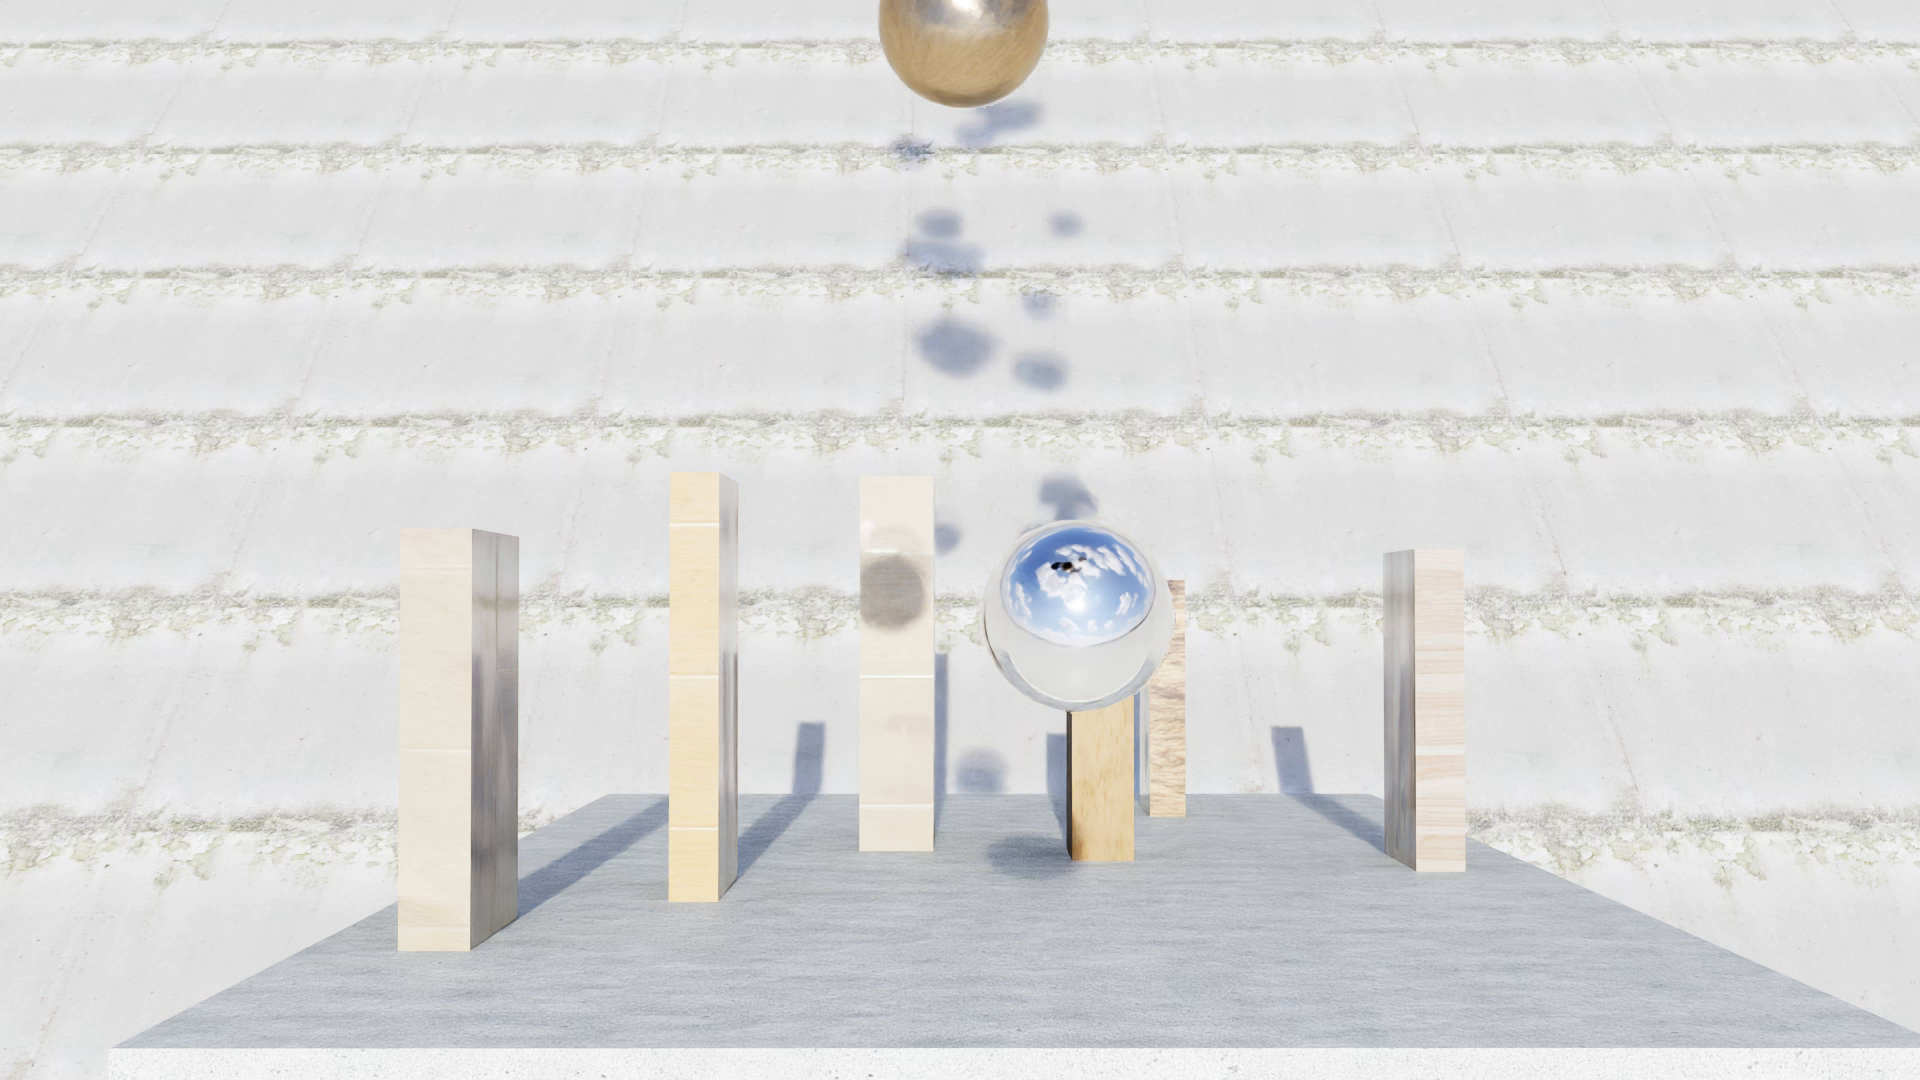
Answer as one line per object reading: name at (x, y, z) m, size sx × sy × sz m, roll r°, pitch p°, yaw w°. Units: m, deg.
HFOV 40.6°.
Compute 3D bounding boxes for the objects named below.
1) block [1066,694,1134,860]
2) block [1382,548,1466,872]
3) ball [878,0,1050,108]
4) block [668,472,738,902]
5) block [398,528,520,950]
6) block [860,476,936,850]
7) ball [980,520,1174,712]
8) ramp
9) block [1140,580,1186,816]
block at (0.273, 0.344, 5.095) m, size 0.118 × 0.545 × 0.261 m, roll 0°, pitch -2°, yaw 0°
block at (0.880, 0.317, 4.939) m, size 0.090 × 0.591 × 0.359 m, roll 0°, pitch -2°, yaw 0°
ball at (0.003, -0.452, 2.257) m, size 0.150 × 0.150 × 0.150 m, roll 0°, pitch 35°, yaw 0°
block at (-0.437, 0.246, 4.453) m, size 0.081 × 0.705 × 0.378 m, roll 0°, pitch -2°, yaw 0°
block at (-0.737, 0.285, 3.839) m, size 0.101 × 0.592 × 0.392 m, roll 0°, pitch -2°, yaw 0°
block at (-0.127, 0.251, 5.385) m, size 0.147 × 0.747 × 0.410 m, roll 0°, pitch -2°, yaw 0°
ball at (0.116, 0.074, 2.571) m, size 0.190 × 0.190 × 0.190 m, roll 0°, pitch 35°, yaw 0°
ramp at (0.076, 0.659, 4.815) m, size 2.000 × 0.100 × 4.000 m, roll 0°, pitch -2°, yaw 0°
block at (0.483, 0.373, 6.210) m, size 0.083 × 0.551 × 0.338 m, roll 0°, pitch -2°, yaw 0°
